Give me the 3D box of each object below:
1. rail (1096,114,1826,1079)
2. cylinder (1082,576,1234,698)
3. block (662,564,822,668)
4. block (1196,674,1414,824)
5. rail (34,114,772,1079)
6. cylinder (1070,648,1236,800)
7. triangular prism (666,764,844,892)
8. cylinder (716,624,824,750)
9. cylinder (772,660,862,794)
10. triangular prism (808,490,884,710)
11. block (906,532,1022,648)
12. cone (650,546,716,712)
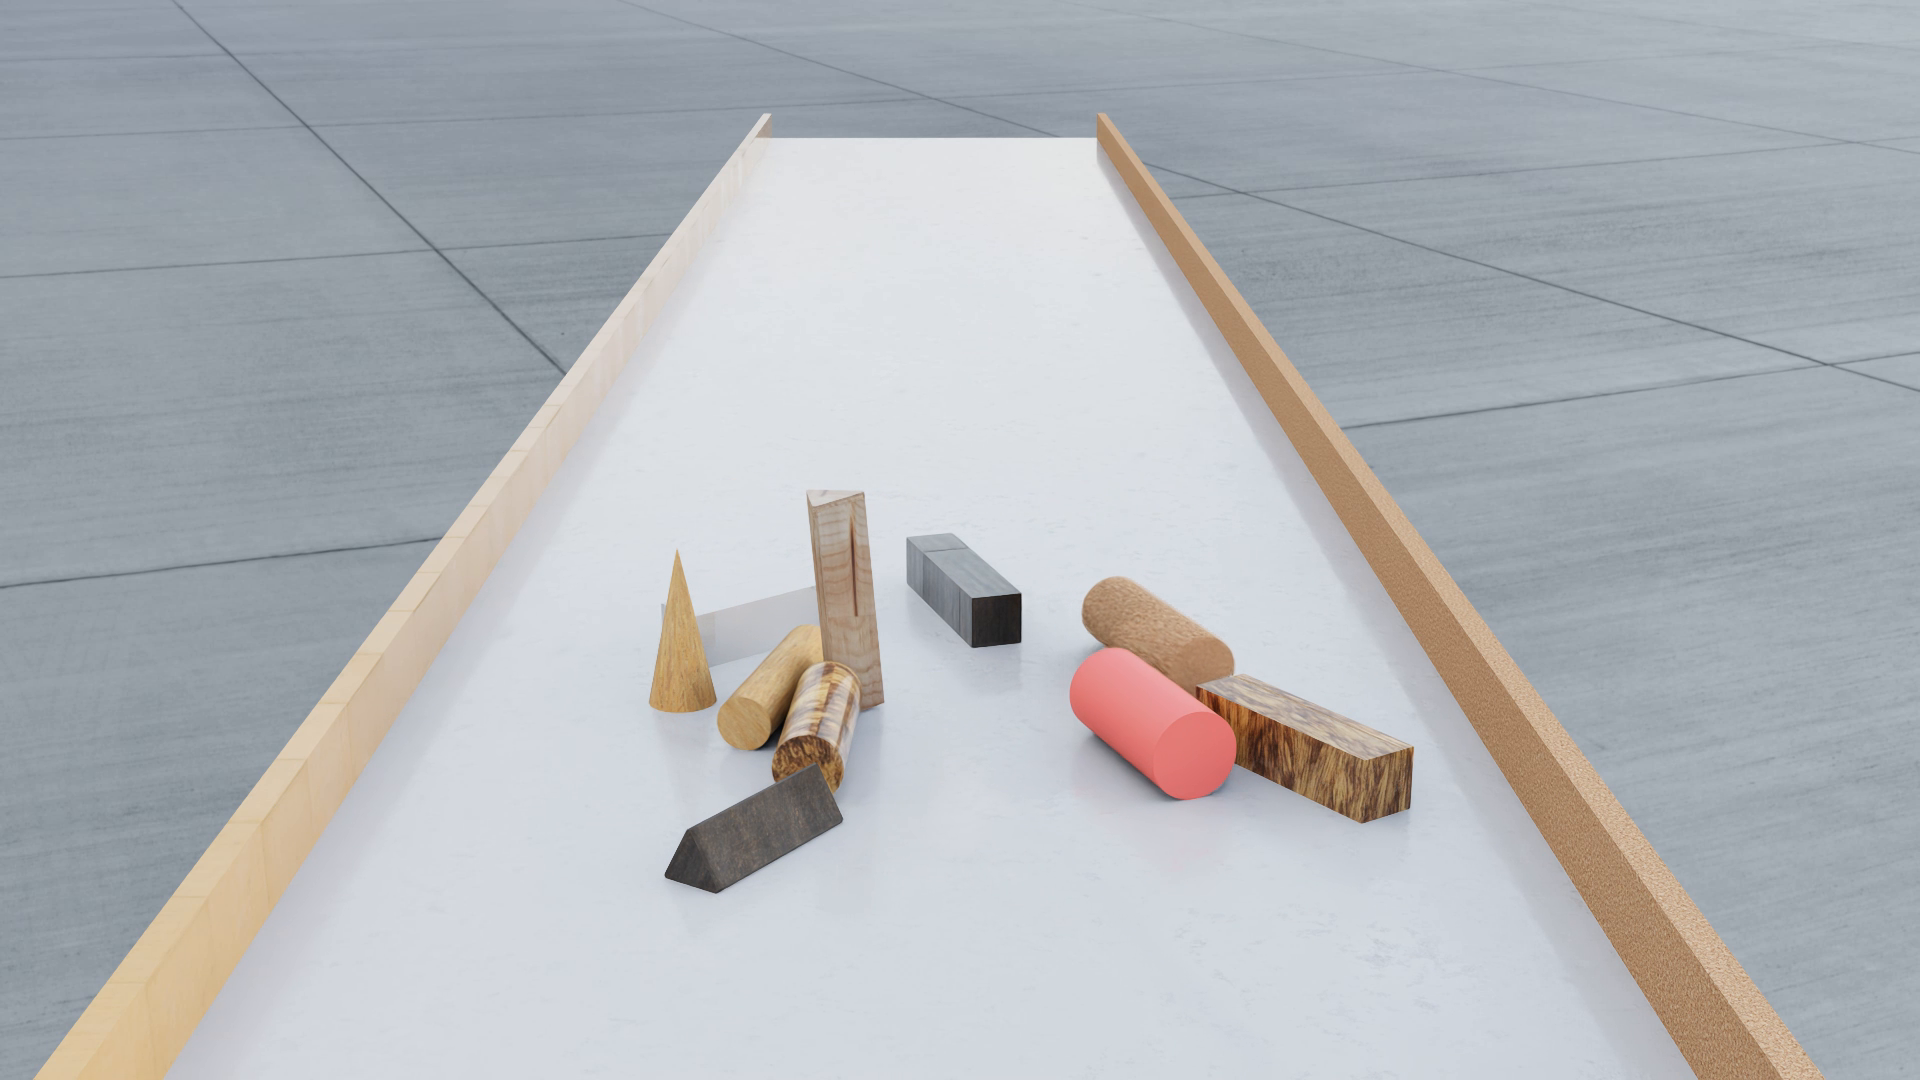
[{"bbox_3d":[0.932,-0.844,7.801,0.050,0.150,12.000,0,17,-1],"label":"rail"},{"bbox_3d":[0.384,0.195,4.329,0.138,0.138,0.405,-6,18,-20],"label":"cylinder"},{"bbox_3d":[-0.405,0.153,4.511,0.418,0.114,0.114,-14,22,-40],"label":"block"},{"bbox_3d":[0.591,0.357,3.829,0.113,0.113,0.429,-11,20,-33],"label":"block"},{"bbox_3d":[-1.118,-0.838,7.780,0.050,0.150,12.000,0,17,-1],"label":"rail"},{"bbox_3d":[0.335,0.319,3.876,0.159,0.159,0.347,-6,18,-20],"label":"cylinder"},{"bbox_3d":[-0.329,0.452,3.534,0.107,0.093,0.325,10,19,32],"label":"triangular prism"},{"bbox_3d":[-0.342,0.272,4.135,0.102,0.102,0.415,4,17,12],"label":"cylinder"},{"bbox_3d":[-0.249,0.334,3.890,0.123,0.123,0.372,1,17,2],"label":"cylinder"},{"bbox_3d":[-0.235,0.114,4.107,0.116,0.417,0.100,-18,22,-37],"label":"triangular prism"},{"bbox_3d":[0.004,0.102,4.694,0.108,0.108,0.460,-5,17,-17],"label":"block"},{"bbox_3d":[-0.529,0.159,4.152,0.129,0.309,0.129,0,17,0],"label":"cone"}]
